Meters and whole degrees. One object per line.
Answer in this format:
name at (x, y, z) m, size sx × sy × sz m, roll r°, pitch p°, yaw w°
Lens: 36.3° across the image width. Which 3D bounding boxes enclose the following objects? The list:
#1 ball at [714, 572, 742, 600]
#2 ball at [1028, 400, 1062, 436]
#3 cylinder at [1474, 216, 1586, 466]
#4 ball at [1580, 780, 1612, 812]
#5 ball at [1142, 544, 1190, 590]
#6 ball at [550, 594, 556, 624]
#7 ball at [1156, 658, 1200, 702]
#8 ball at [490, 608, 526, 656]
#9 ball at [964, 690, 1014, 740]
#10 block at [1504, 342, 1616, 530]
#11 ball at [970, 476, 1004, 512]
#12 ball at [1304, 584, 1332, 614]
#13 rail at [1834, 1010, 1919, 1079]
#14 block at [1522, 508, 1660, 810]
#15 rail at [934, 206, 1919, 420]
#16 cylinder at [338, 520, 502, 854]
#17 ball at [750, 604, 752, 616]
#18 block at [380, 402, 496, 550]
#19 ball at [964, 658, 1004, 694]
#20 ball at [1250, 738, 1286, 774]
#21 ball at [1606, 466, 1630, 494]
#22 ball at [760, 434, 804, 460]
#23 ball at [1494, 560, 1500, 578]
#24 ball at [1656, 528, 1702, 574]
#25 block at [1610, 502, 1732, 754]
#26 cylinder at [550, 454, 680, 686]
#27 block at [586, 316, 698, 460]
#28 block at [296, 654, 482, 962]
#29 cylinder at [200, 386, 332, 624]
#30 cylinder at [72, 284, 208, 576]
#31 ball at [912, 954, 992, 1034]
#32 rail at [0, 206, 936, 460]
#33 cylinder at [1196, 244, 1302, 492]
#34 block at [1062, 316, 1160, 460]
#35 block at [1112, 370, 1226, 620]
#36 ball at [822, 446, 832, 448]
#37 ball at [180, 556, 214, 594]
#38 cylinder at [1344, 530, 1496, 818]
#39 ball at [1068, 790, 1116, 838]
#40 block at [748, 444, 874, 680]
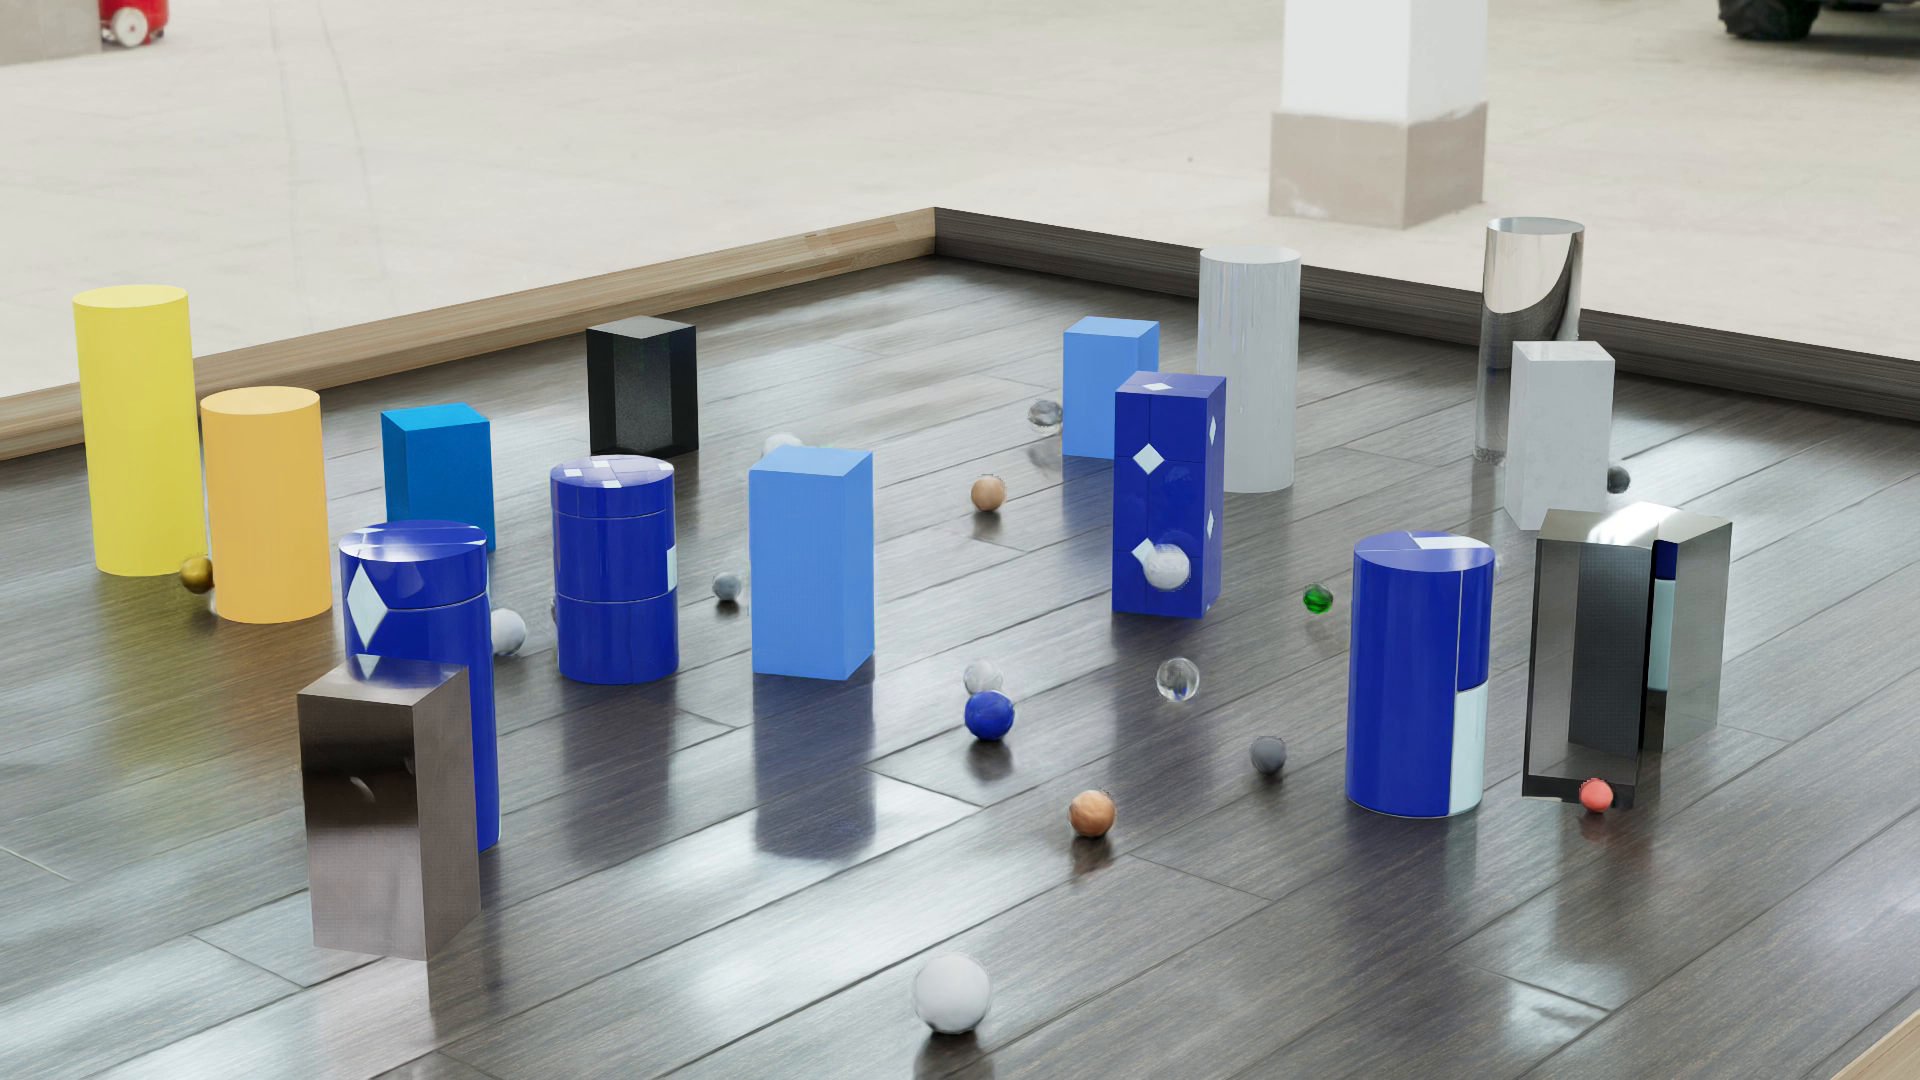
ball at (-0.405, 0.080, 5.102) m, size 0.049 × 0.049 × 0.049 m, roll 0°, pitch 17°, yaw 0°
ball at (0.181, -0.258, 6.174) m, size 0.077 × 0.077 × 0.077 m, roll 0°, pitch 17°, yaw 0°
cylinder at (1.155, -0.402, 5.955) m, size 0.197 × 0.479 × 0.197 m, roll 0°, pitch 17°, yaw 0°
ball at (0.905, 0.364, 4.165) m, size 0.044 × 0.044 × 0.044 m, roll 0°, pitch 17°, yaw 0°
ball at (0.349, 0.045, 4.954) m, size 0.079 × 0.079 × 0.079 m, roll 0°, pitch 17°, yaw 0°
ball at (-0.636, 0.113, 4.907) m, size 0.099 × 0.099 × 0.099 m, roll 0°, pitch 17°, yaw 0°
ball at (0.343, 0.219, 4.607) m, size 0.069 × 0.069 × 0.069 m, roll 0°, pitch 17°, yaw 0°
ball at (-0.751, 0.151, 4.817) m, size 0.077 × 0.077 × 0.077 m, roll 0°, pitch 17°, yaw 0°
ball at (0.044, 0.264, 4.441) m, size 0.077 × 0.077 × 0.077 m, roll 0°, pitch 17°, yaw 0°
block at (1.132, -0.198, 5.545) m, size 0.158 × 0.327 × 0.158 m, roll 0°, pitch 17°, yaw -1°
ball at (0.053, -0.089, 5.631) m, size 0.066 × 0.066 × 0.066 m, roll 0°, pitch 17°, yaw 0°
ball at (0.615, 0.102, 5.029) m, size 0.050 × 0.050 × 0.050 m, roll 0°, pitch 17°, yaw 0°
rail at (1.541, 0.418, 3.839) m, size 0.045 × 0.128 × 4.538 m, roll 14°, pitch 22°, yaw 39°
block at (0.906, 0.169, 4.216) m, size 0.158 × 0.390 × 0.158 m, roll 5°, pitch 17°, yaw 16°
rail at (1.472, -0.457, 6.743) m, size 4.130 × 0.128 × 0.045 m, roll 14°, pitch 22°, yaw 39°
cylinder at (-0.738, 0.207, 4.018) m, size 0.197 × 0.432 × 0.197 m, roll 0°, pitch 17°, yaw 0°
ball at (-0.335, 0.119, 4.979) m, size 0.045 × 0.045 × 0.045 m, roll 0°, pitch 17°, yaw 0°
block at (-0.959, -0.109, 5.391) m, size 0.158 × 0.244 × 0.158 m, roll -8°, pitch 19°, yaw -25°
ball at (0.037, 0.218, 4.619) m, size 0.063 × 0.063 × 0.063 m, roll 0°, pitch 17°, yaw 0°
ball at (0.454, 0.317, 4.310) m, size 0.052 × 0.052 × 0.052 m, roll 0°, pitch 17°, yaw 0°
ball at (1.286, -0.117, 5.746) m, size 0.055 × 0.055 × 0.055 m, roll 0°, pitch 17°, yaw 0°
ball at (-0.353, -0.167, 5.846) m, size 0.091 × 0.091 × 0.091 m, roll 0°, pitch 17°, yaw 0°
ball at (0.937, 0.050, 5.210) m, size 0.045 × 0.045 × 0.045 m, roll 0°, pitch 17°, yaw 0°
ball at (1.286, 0.020, 5.246) m, size 0.081 × 0.081 × 0.081 m, roll 0°, pitch 17°, yaw 0°
block at (1.050, 0.130, 4.451) m, size 0.158 × 0.328 × 0.158 m, roll 15°, pitch 23°, yaw 41°
cylinder at (-0.556, 0.047, 4.729) m, size 0.197 × 0.328 × 0.197 m, roll 0°, pitch 17°, yaw 0°
block at (-0.652, -0.310, 6.024) m, size 0.158 × 0.263 × 0.158 m, roll 13°, pitch 21°, yaw 37°
block at (-0.724, 0.339, 3.735) m, size 0.158 × 0.342 × 0.158 m, roll 5°, pitch 17°, yaw 16°
cylinder at (-1.186, -0.062, 5.023) m, size 0.197 × 0.366 × 0.197 m, roll 0°, pitch 17°, yaw 0°
cylinder at (-1.469, -0.198, 5.261) m, size 0.197 × 0.490 × 0.197 m, roll 0°, pitch 17°, yaw 0°
ball at (-0.009, 0.541, 3.493) m, size 0.094 × 0.094 × 0.094 m, roll 0°, pitch 17°, yaw 0°
rail at (-1.541, -0.354, 6.401) m, size 0.045 × 0.128 × 4.538 m, roll 14°, pitch 22°, yaw 39°
cylinder at (0.567, -0.340, 5.787) m, size 0.197 × 0.457 × 0.197 m, roll 0°, pitch 17°, yaw 0°
block at (0.311, -0.313, 6.045) m, size 0.158 × 0.258 × 0.158 m, roll 6°, pitch 18°, yaw 19°
block at (0.359, -0.079, 5.042) m, size 0.158 × 0.388 × 0.158 m, roll 5°, pitch 17°, yaw 16°
ball at (-0.263, -0.148, 5.811) m, size 0.076 × 0.076 × 0.076 m, roll 0°, pitch 17°, yaw 0°
ball at (-1.318, 0.060, 5.079) m, size 0.067 × 0.067 × 0.067 m, roll 0°, pitch 17°, yaw 0°
cylinder at (0.655, 0.190, 4.187) m, size 0.197 × 0.366 × 0.197 m, roll 0°, pitch 17°, yaw 0°
ball at (0.184, 0.381, 4.076) m, size 0.065 × 0.065 × 0.065 m, roll 0°, pitch 17°, yaw 0°
block at (-0.238, 0.035, 4.746) m, size 0.158 × 0.341 × 0.158 m, roll 5°, pitch 17°, yaw 15°
